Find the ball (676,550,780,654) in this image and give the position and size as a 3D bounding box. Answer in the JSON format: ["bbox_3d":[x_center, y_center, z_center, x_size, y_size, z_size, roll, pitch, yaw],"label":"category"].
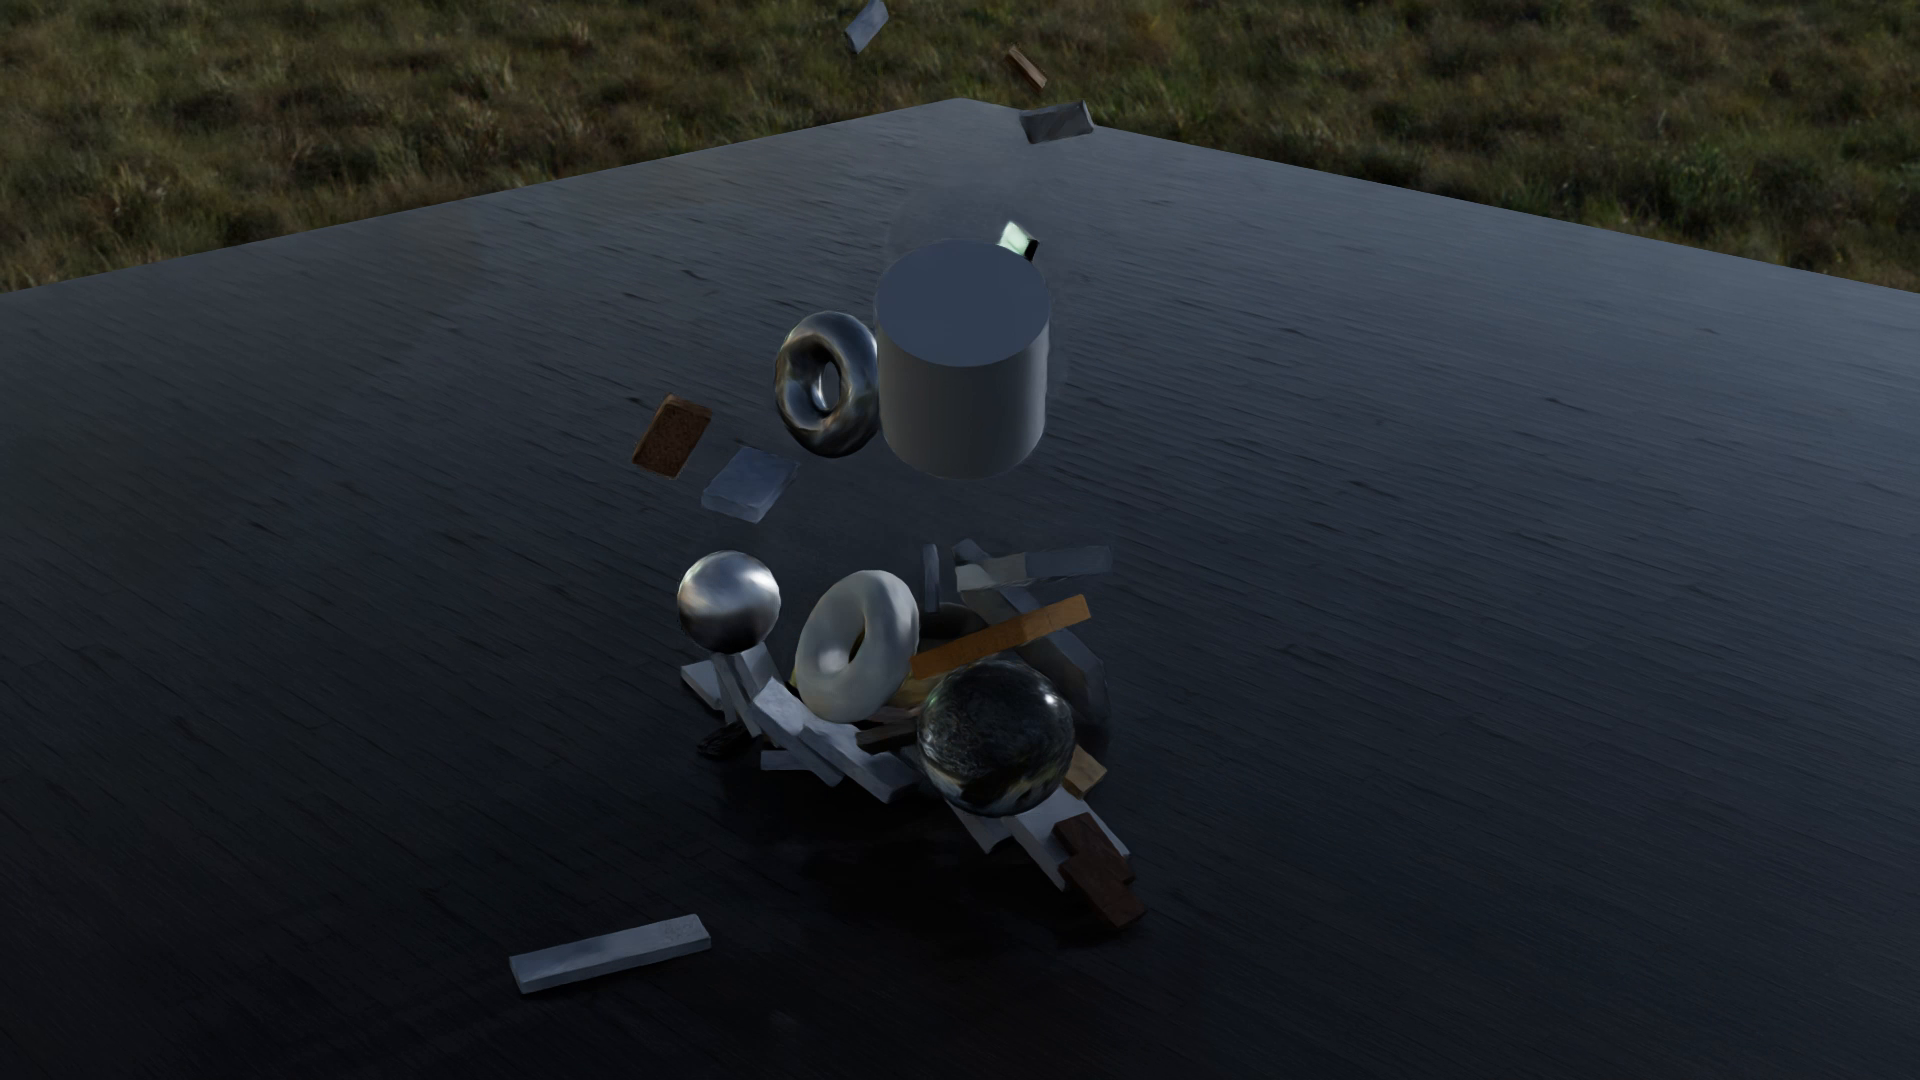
[{"bbox_3d":[-0.440,0.118,4.189,0.197,0.197,0.197,0,23,0],"label":"ball"}]

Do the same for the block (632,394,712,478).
[{"bbox_3d":[-0.601,-0.215,4.585,0.098,0.196,0.028,21,43,-19],"label":"block"}]

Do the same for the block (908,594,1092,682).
[{"bbox_3d":[0.074,0.188,4.218,0.172,0.049,0.345,-17,-4,-41],"label":"block"}]

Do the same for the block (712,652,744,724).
[{"bbox_3d":[-0.491,0.299,4.774,0.027,0.192,0.096,-15,-5,23],"label":"block"}]

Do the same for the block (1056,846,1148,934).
[{"bbox_3d":[0.264,0.653,4.097,0.082,0.023,0.164,-23,59,-38],"label":"block"}]

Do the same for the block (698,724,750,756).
[{"bbox_3d":[-0.508,0.428,4.731,0.058,0.016,0.115,12,26,26],"label":"block"}]

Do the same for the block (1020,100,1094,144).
[{"bbox_3d":[0.221,-0.951,5.011,0.155,0.077,0.022,-6,47,23],"label":"block"}]

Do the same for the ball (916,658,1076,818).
[{"bbox_3d":[0.059,0.327,3.638,0.263,0.263,0.263,0,23,0],"label":"ball"}]

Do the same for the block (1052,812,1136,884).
[{"bbox_3d":[0.255,0.596,4.191,0.082,0.023,0.164,-14,51,-34],"label":"block"}]

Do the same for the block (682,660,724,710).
[{"bbox_3d":[-0.547,0.324,4.962,0.096,0.027,0.192,-12,26,-27],"label":"block"}]

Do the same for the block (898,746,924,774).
[{"bbox_3d":[-0.049,0.456,4.522,0.160,0.080,0.023,30,43,18],"label":"block"}]

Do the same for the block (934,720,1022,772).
[{"bbox_3d":[0.040,0.392,4.226,0.164,0.023,0.082,15,37,3],"label":"block"}]

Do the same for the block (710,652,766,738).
[{"bbox_3d":[-0.454,0.320,4.712,0.028,0.196,0.098,-30,-5,27],"label":"block"}]

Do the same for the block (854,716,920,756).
[{"bbox_3d":[-0.086,0.333,3.829,0.175,0.025,0.088,-16,-19,9],"label":"block"}]

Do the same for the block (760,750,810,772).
[{"bbox_3d":[-0.362,0.466,4.642,0.115,0.016,0.058,-1,23,-2],"label":"block"}]

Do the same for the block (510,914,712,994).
[{"bbox_3d":[-0.630,0.746,3.971,0.349,0.025,0.088,-10,25,-22],"label":"block"}]

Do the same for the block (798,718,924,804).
[{"bbox_3d":[-0.203,0.449,4.528,0.242,0.034,0.121,34,23,23],"label":"block"}]

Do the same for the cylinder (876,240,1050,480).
[{"bbox_3d":[0.005,-0.310,3.805,0.294,0.294,0.294,0,53,0],"label":"cylinder"}]

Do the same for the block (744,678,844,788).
[{"bbox_3d":[-0.329,0.401,4.583,0.242,0.034,0.121,41,27,-5],"label":"block"}]

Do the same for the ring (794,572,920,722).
[{"bbox_3d":[-0.210,0.216,4.457,0.109,0.328,0.328,27,5,-36],"label":"ring"}]

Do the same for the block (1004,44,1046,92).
[{"bbox_3d":[0.144,-1.033,4.821,0.015,0.109,0.054,-37,18,30],"label":"block"}]

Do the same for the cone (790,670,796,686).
[{"bbox_3d":[-0.176,0.276,4.901,0.294,0.294,0.294,32,20,-12],"label":"cone"}]

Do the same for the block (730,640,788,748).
[{"bbox_3d":[-0.412,0.316,4.683,0.098,0.028,0.284,7,49,-55],"label":"block"}]

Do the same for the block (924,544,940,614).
[{"bbox_3d":[-0.064,0.091,5.028,0.022,0.155,0.077,-3,-6,7],"label":"block"}]

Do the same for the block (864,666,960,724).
[{"bbox_3d":[-0.091,0.310,4.442,0.158,0.045,0.316,-33,13,-22],"label":"block"}]

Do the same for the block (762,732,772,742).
[{"bbox_3d":[-0.360,0.421,4.741,0.115,0.016,0.058,6,23,20],"label":"block"}]

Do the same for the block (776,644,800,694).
[{"bbox_3d":[-0.370,0.295,5.032,0.096,0.027,0.192,1,23,3],"label":"block"}]

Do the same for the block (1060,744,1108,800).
[{"bbox_3d":[0.186,0.407,4.155,0.175,0.025,0.088,40,42,14],"label":"block"}]

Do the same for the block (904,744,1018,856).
[{"bbox_3d":[0.027,0.469,4.397,0.158,0.045,0.316,-20,61,-39],"label":"block"}]

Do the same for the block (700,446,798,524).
[{"bbox_3d":[-0.426,-0.115,4.476,0.121,0.034,0.242,17,28,8],"label":"block"}]

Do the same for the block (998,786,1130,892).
[{"bbox_3d":[0.171,0.540,4.291,0.158,0.045,0.316,-15,47,-35],"label":"block"}]

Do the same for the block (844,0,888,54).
[{"bbox_3d":[-0.181,-0.995,4.249,0.015,0.054,0.109,22,64,31],"label":"block"}]

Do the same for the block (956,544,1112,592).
[{"bbox_3d":[0.136,0.056,4.196,0.172,0.049,0.345,-5,-3,-22],"label":"block"}]

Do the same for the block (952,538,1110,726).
[{"bbox_3d":[0.155,0.201,4.923,0.049,0.172,0.522,-29,45,-19],"label":"block"}]

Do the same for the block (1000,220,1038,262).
[{"bbox_3d":[0.134,-0.676,5.059,0.022,0.077,0.155,12,20,-23],"label":"block"}]

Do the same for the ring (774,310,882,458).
[{"bbox_3d":[-0.268,-0.323,4.568,0.306,0.306,0.102,22,20,41],"label":"ring"}]

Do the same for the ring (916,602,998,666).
[{"bbox_3d":[-0.060,0.235,5.076,0.307,0.102,0.307,2,23,-1],"label":"ring"}]
